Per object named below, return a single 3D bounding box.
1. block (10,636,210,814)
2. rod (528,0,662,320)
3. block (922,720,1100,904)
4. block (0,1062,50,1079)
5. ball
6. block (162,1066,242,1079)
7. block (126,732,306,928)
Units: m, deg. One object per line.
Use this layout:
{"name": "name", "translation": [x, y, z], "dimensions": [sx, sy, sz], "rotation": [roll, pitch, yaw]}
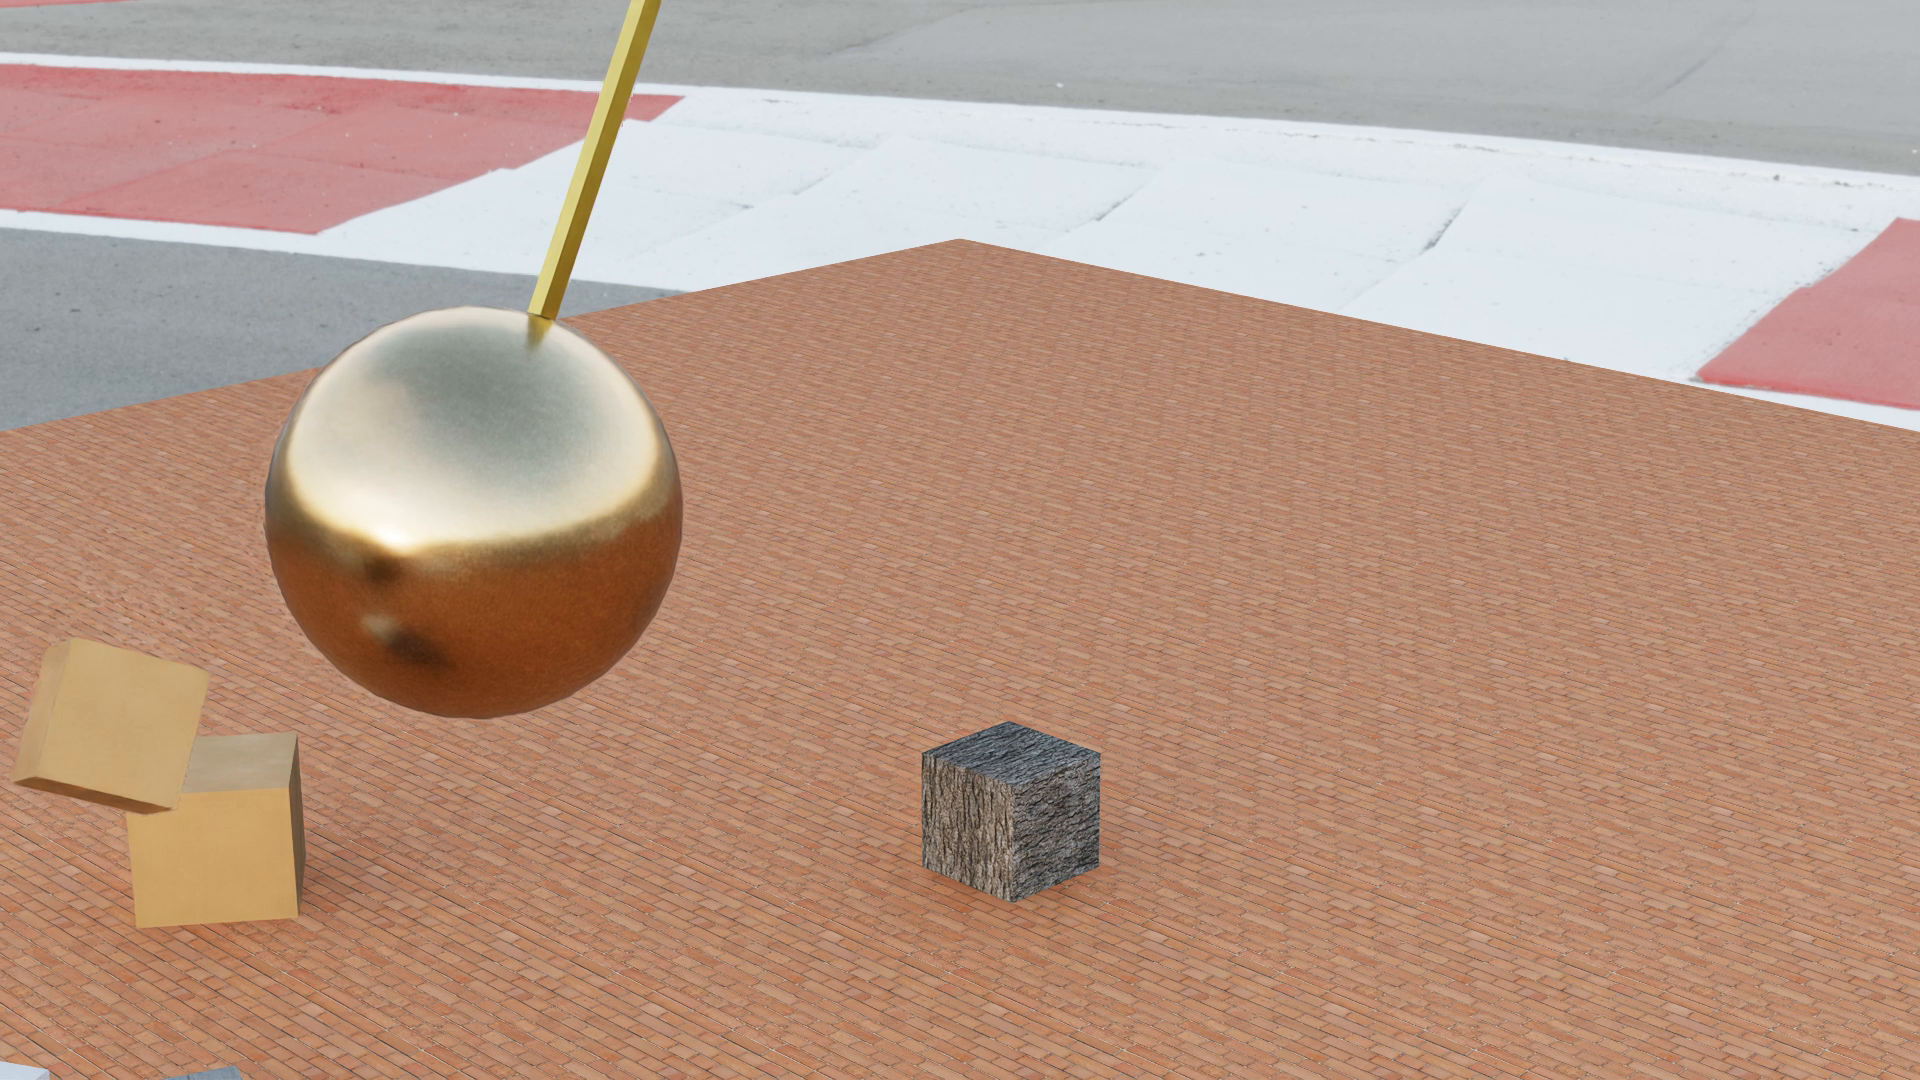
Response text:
{"name": "block", "translation": [-2.881, 0.637, 9.935], "dimensions": [0.466, 0.473, 0.505], "rotation": [17, -14, -24]}
{"name": "rod", "translation": [-0.811, -3.336, 11.443], "dimensions": [0.080, 5.200, 0.080], "rotation": [17, -2, 42]}
{"name": "block", "translation": [0.233, 1.239, 13.461], "dimensions": [0.573, 0.564, 0.583], "rotation": [-17, 24, -42]}
{"name": "block", "translation": [-3.602, 2.208, 10.370], "dimensions": [0.573, 0.570, 0.540], "rotation": [6, 18, 18]}
{"name": "ball", "translation": [-1.872, -0.108, 11.345], "dimensions": [1.600, 1.600, 1.600], "rotation": [0, 17, 0]}
{"name": "block", "translation": [-2.792, 2.234, 10.489], "dimensions": [0.522, 0.448, 0.481], "rotation": [-8, 19, -23]}
{"name": "block", "translation": [-3.335, 1.295, 13.188], "dimensions": [0.696, 0.622, 0.683], "rotation": [-3, 18, -9]}
